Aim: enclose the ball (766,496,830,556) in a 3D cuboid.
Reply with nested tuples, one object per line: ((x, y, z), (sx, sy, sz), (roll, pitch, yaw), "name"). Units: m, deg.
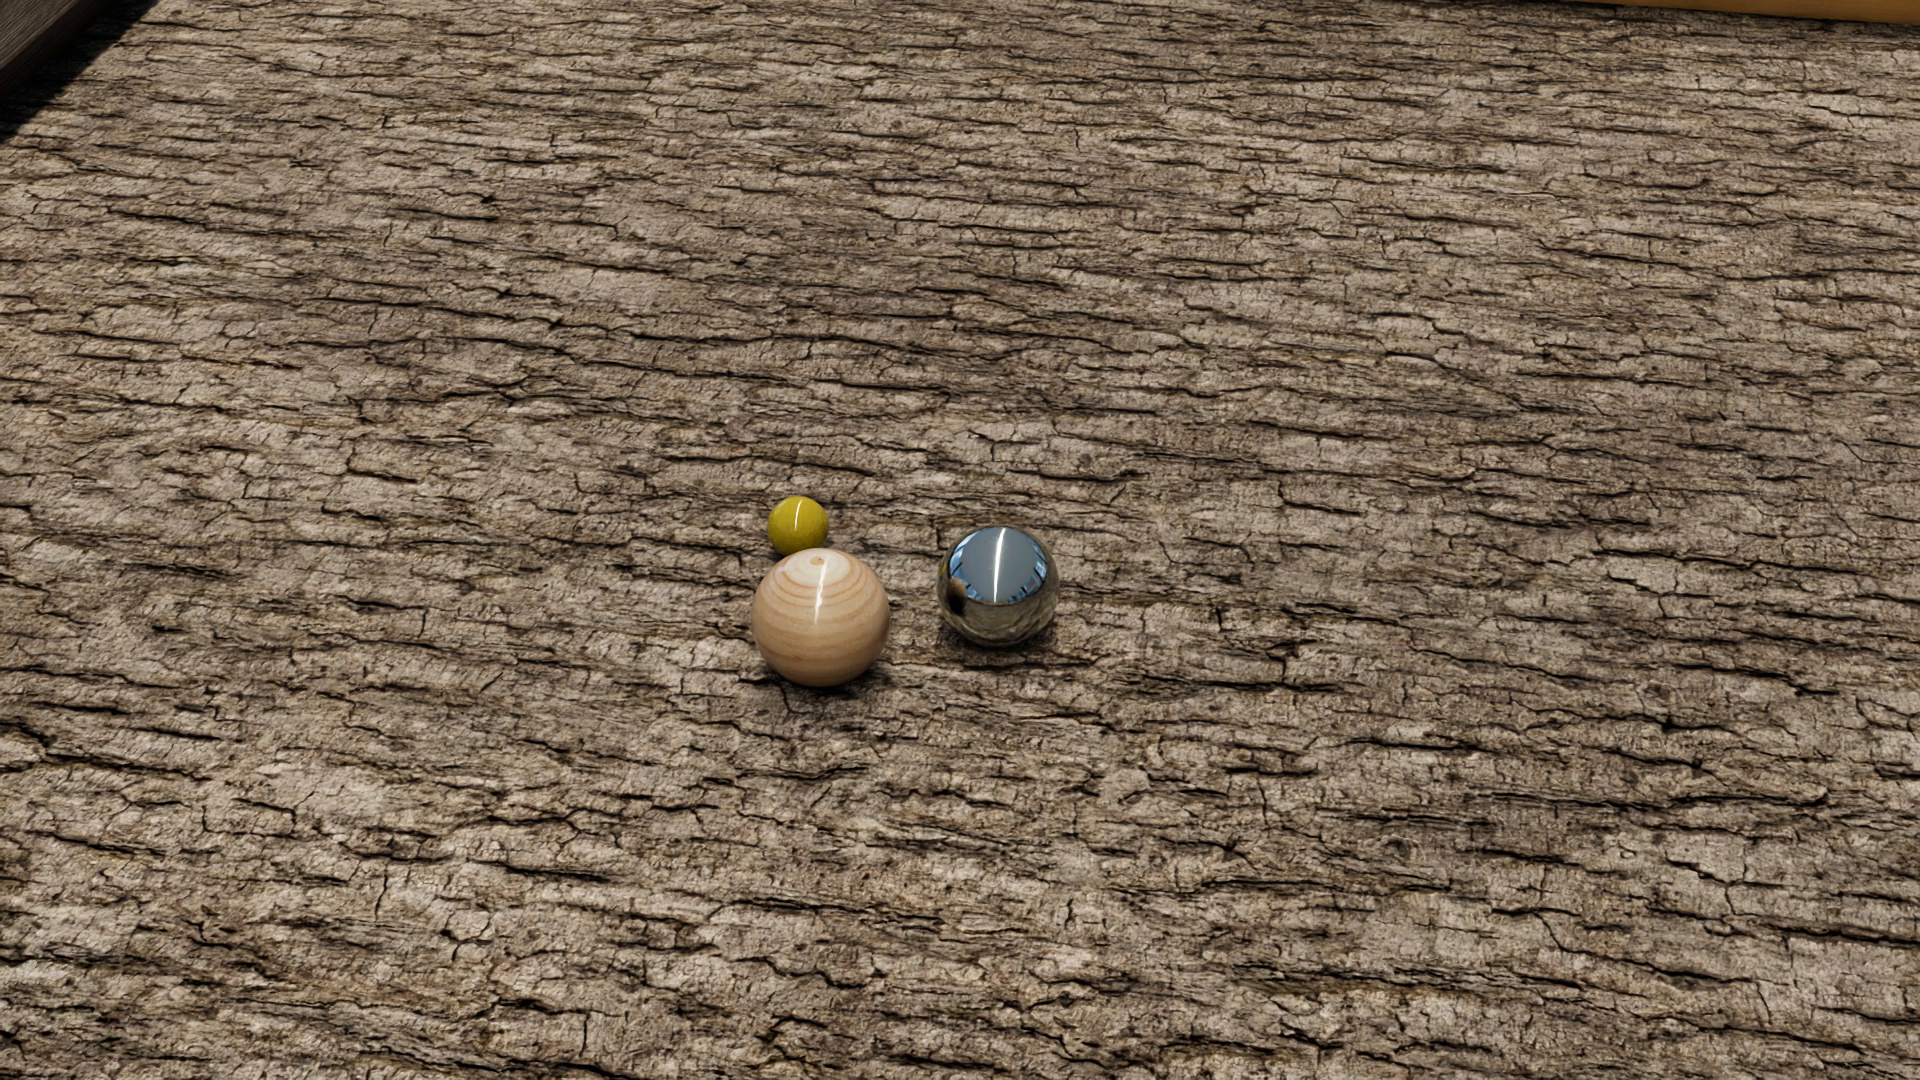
((-0.114, -0.009, 1.811), (0.044, 0.044, 0.044), (0, 35, 0), "ball")

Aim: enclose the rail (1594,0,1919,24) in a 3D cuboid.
((1.206, -0.528, 2.483), (4.119, 0.119, 0.045), (6, 36, 8), "rail")

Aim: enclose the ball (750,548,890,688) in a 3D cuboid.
((-0.091, 0.051, 1.684), (0.092, 0.092, 0.092), (0, 35, 0), "ball")

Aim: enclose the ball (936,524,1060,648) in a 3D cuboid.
((0.025, 0.031, 1.721), (0.083, 0.083, 0.083), (0, 35, 0), "ball")

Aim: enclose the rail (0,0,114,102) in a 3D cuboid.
((-0.990, -0.122, 1.905), (0.045, 0.119, 2.217), (6, 36, 8), "rail")
